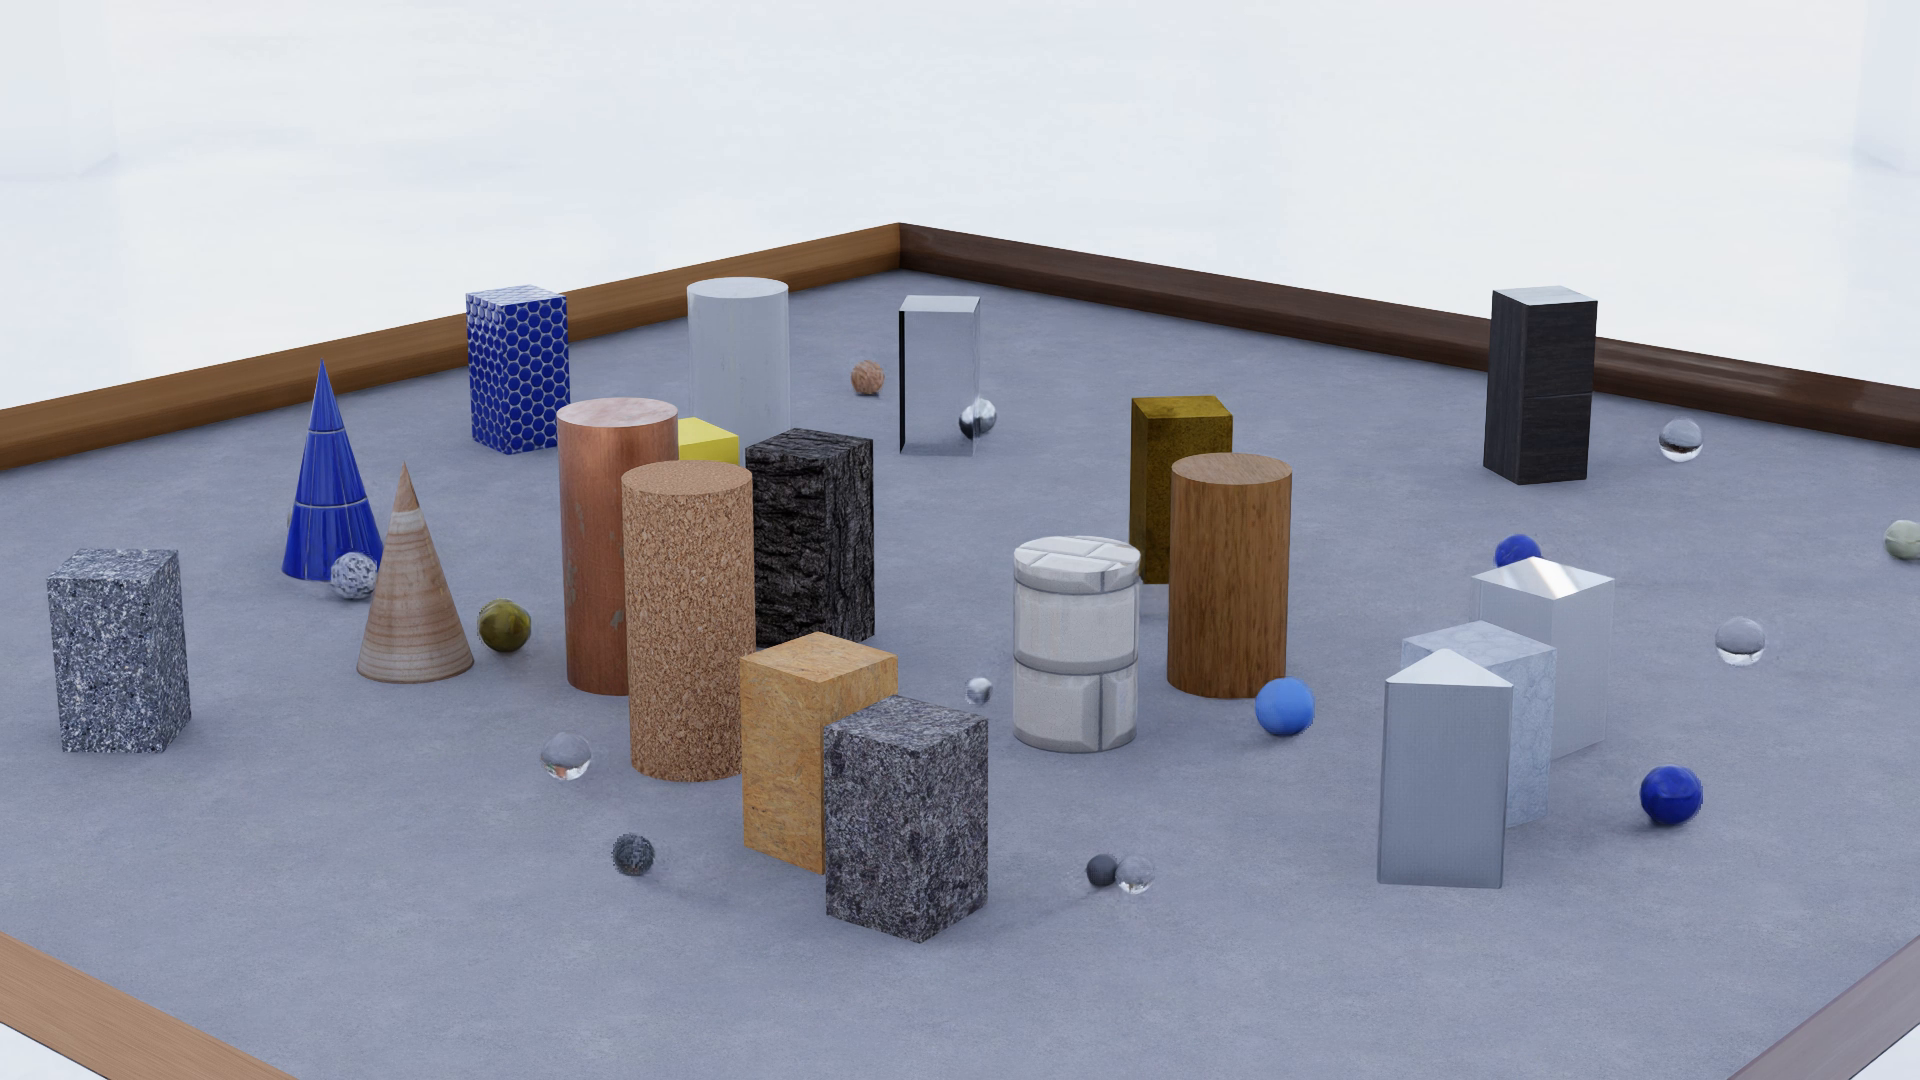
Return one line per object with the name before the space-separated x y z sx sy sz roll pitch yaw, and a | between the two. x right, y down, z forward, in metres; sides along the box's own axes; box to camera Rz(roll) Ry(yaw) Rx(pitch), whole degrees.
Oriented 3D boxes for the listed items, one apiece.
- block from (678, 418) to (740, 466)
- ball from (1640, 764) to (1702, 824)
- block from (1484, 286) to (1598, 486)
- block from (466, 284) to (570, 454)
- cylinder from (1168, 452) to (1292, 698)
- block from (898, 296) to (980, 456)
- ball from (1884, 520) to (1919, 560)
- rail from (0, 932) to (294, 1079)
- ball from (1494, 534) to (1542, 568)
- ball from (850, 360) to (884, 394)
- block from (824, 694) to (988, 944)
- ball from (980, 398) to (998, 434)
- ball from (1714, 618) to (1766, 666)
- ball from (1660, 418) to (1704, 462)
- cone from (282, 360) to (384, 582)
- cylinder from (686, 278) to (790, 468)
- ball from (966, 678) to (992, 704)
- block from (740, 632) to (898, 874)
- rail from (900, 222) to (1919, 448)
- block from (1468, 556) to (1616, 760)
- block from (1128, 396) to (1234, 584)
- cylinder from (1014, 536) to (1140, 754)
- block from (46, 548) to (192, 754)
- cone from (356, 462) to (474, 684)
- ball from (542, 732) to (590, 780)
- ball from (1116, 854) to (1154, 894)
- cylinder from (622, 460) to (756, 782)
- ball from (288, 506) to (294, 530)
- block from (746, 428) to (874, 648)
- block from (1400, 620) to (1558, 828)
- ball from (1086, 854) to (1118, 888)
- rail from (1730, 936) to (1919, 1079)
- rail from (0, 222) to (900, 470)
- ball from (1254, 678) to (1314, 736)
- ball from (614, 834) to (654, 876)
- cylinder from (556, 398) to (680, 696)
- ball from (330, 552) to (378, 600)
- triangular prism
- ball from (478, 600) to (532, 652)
block | -0.471 -0.019 4.924 0.151 0.333 0.151 -11 20 -32
ball | 0.996 0.357 4.111 0.084 0.084 0.084 0 17 0
block | 1.153 -0.309 5.833 0.151 0.363 0.151 -5 18 -17
block | -0.913 -0.354 6.070 0.151 0.313 0.151 -12 21 -35
cylinder | 0.426 0.055 4.650 0.189 0.350 0.189 0 17 0
block | -0.041 -0.339 6.037 0.151 0.302 0.151 2 17 5
ball | 1.711 0.000 5.313 0.072 0.072 0.072 0 17 0
rail | -1.317 0.470 3.669 3.961 0.123 0.045 14 22 39
ball | 0.989 0.030 5.194 0.083 0.083 0.083 0 17 0
ball | -0.205 -0.360 6.501 0.074 0.074 0.074 0 17 0
block | -0.069 0.359 3.799 0.151 0.261 0.151 12 20 33
ball | 0.042 -0.261 6.171 0.075 0.075 0.075 0 17 0
ball | 1.265 0.165 4.753 0.080 0.080 0.080 0 17 0
ball | 1.465 -0.202 5.956 0.088 0.088 0.088 0 17 0
cone | -1.126 -0.138 5.227 0.189 0.387 0.189 0 17 0
cylinder | -0.415 -0.260 5.537 0.189 0.441 0.189 0 17 0
ball | 0.030 0.236 4.586 0.042 0.042 0.042 0 17 0
block | -0.191 0.289 4.008 0.151 0.274 0.151 15 22 40
rail | 1.317 -0.408 6.573 3.961 0.123 0.045 14 22 39
block | 0.869 0.178 4.407 0.151 0.255 0.151 -15 22 -40
block | 0.391 -0.091 5.216 0.151 0.302 0.151 -2 17 -7
cylinder | 0.175 0.156 4.430 0.189 0.284 0.189 0 17 0
block | -1.265 0.166 4.419 0.151 0.272 0.151 1 17 2
cone | -0.885 0.037 4.718 0.189 0.346 0.189 0 17 0
ball | -0.574 0.315 4.273 0.071 0.071 0.071 0 17 0
ball | 0.232 0.442 3.883 0.052 0.052 0.052 0 17 0
cylinder | -0.395 0.117 4.298 0.189 0.435 0.189 0 17 0
ball | -1.195 -0.035 5.404 0.087 0.087 0.087 0 17 0
block | -0.246 0.004 4.838 0.151 0.339 0.151 9 19 29
block | 0.725 0.265 4.129 0.151 0.251 0.151 -11 20 -33
ball | 0.190 0.440 3.905 0.044 0.044 0.044 0 17 0
rail | 1.478 0.402 3.893 0.045 0.123 4.065 14 22 39
rail | -1.478 -0.340 6.349 0.045 0.123 4.065 14 22 39
ball | 0.492 0.253 4.446 0.089 0.089 0.089 0 17 0
ball | -0.438 0.424 3.942 0.054 0.054 0.054 0 17 0
cylinder | -0.536 0.009 4.651 0.189 0.438 0.189 0 17 0
ball | -1.051 0.062 5.089 0.083 0.083 0.083 0 17 0
triangular prism | 0.648 0.304 3.939 0.164 0.286 0.142 2 17 6
ball | -0.747 0.142 4.819 0.086 0.086 0.086 0 17 0
